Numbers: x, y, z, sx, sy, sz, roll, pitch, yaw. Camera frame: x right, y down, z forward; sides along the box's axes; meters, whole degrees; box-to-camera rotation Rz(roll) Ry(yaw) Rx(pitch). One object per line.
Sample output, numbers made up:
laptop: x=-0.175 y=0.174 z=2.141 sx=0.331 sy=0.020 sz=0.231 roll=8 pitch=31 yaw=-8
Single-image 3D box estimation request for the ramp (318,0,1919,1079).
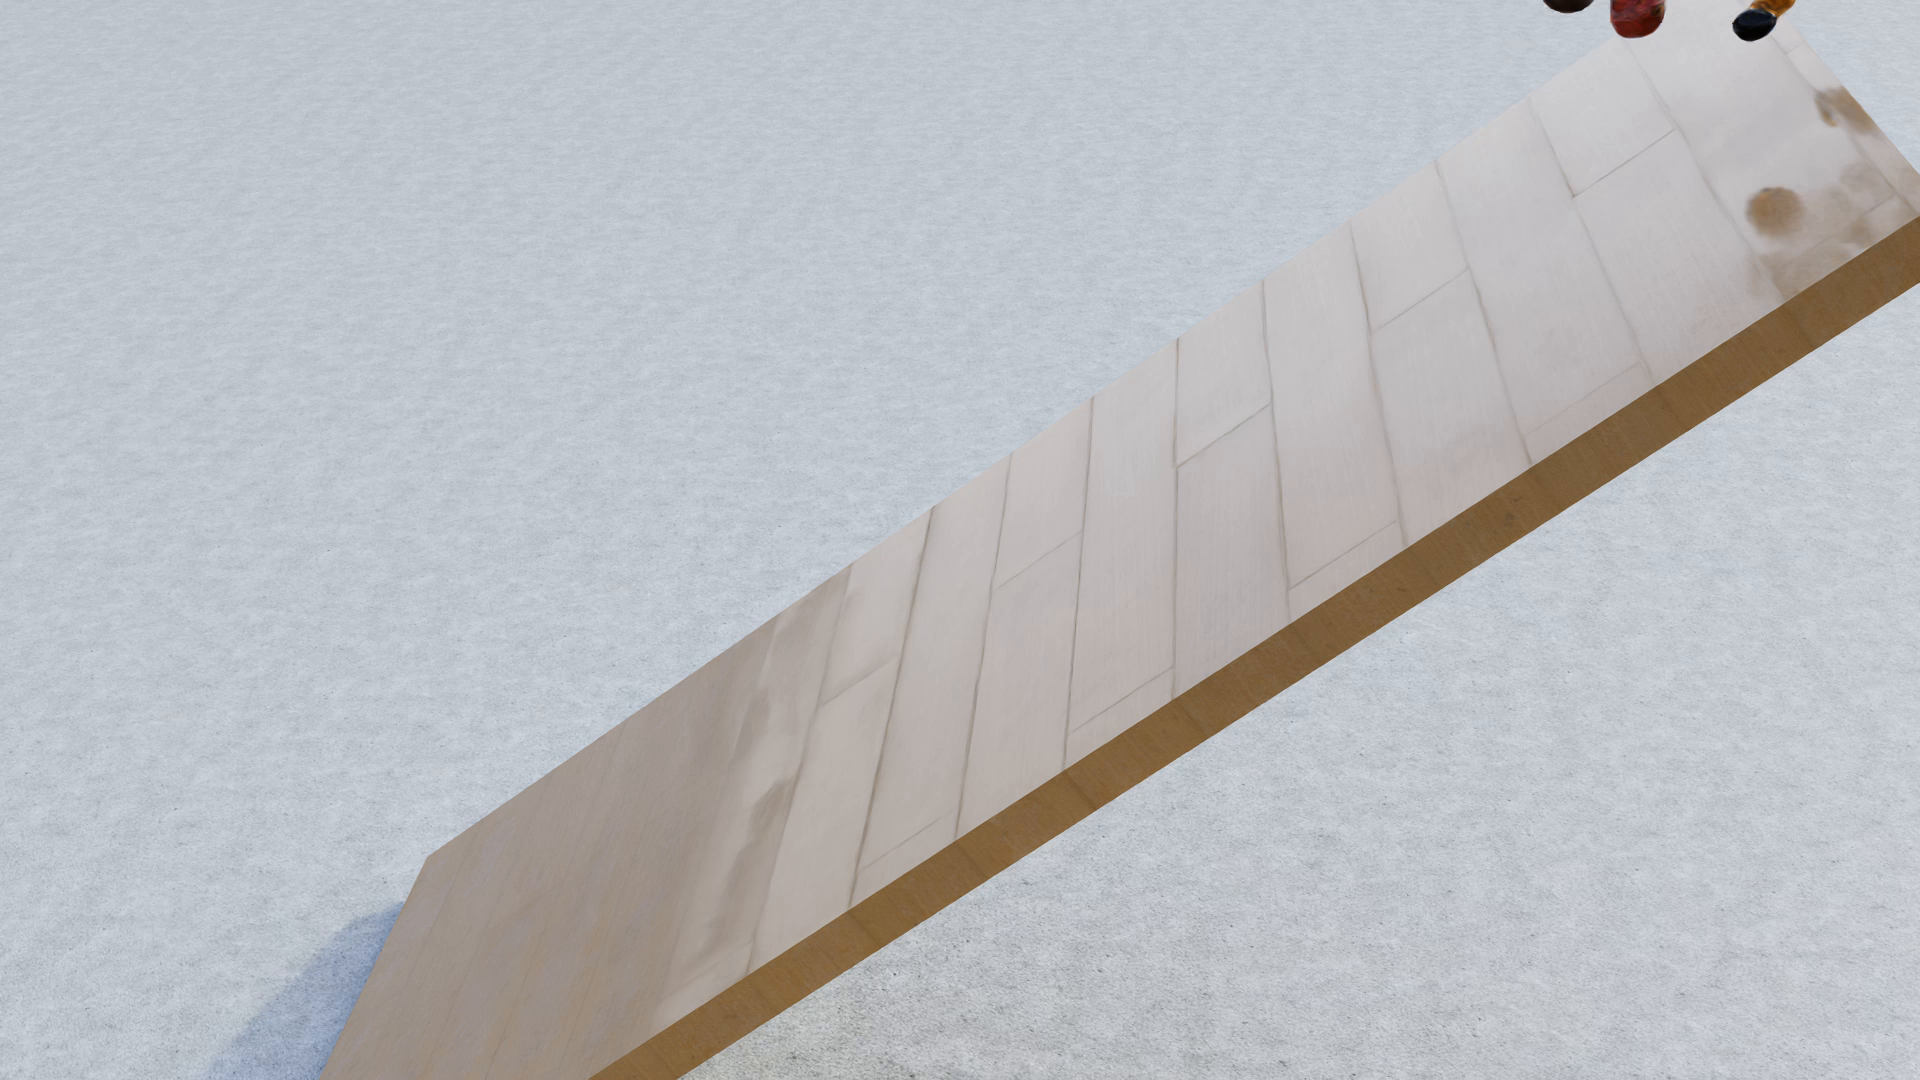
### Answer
ramp: x=0.128 y=0.180 z=6.324 sx=4.000 sy=0.100 sz=2.000 roll=-34 pitch=16 yaw=17
